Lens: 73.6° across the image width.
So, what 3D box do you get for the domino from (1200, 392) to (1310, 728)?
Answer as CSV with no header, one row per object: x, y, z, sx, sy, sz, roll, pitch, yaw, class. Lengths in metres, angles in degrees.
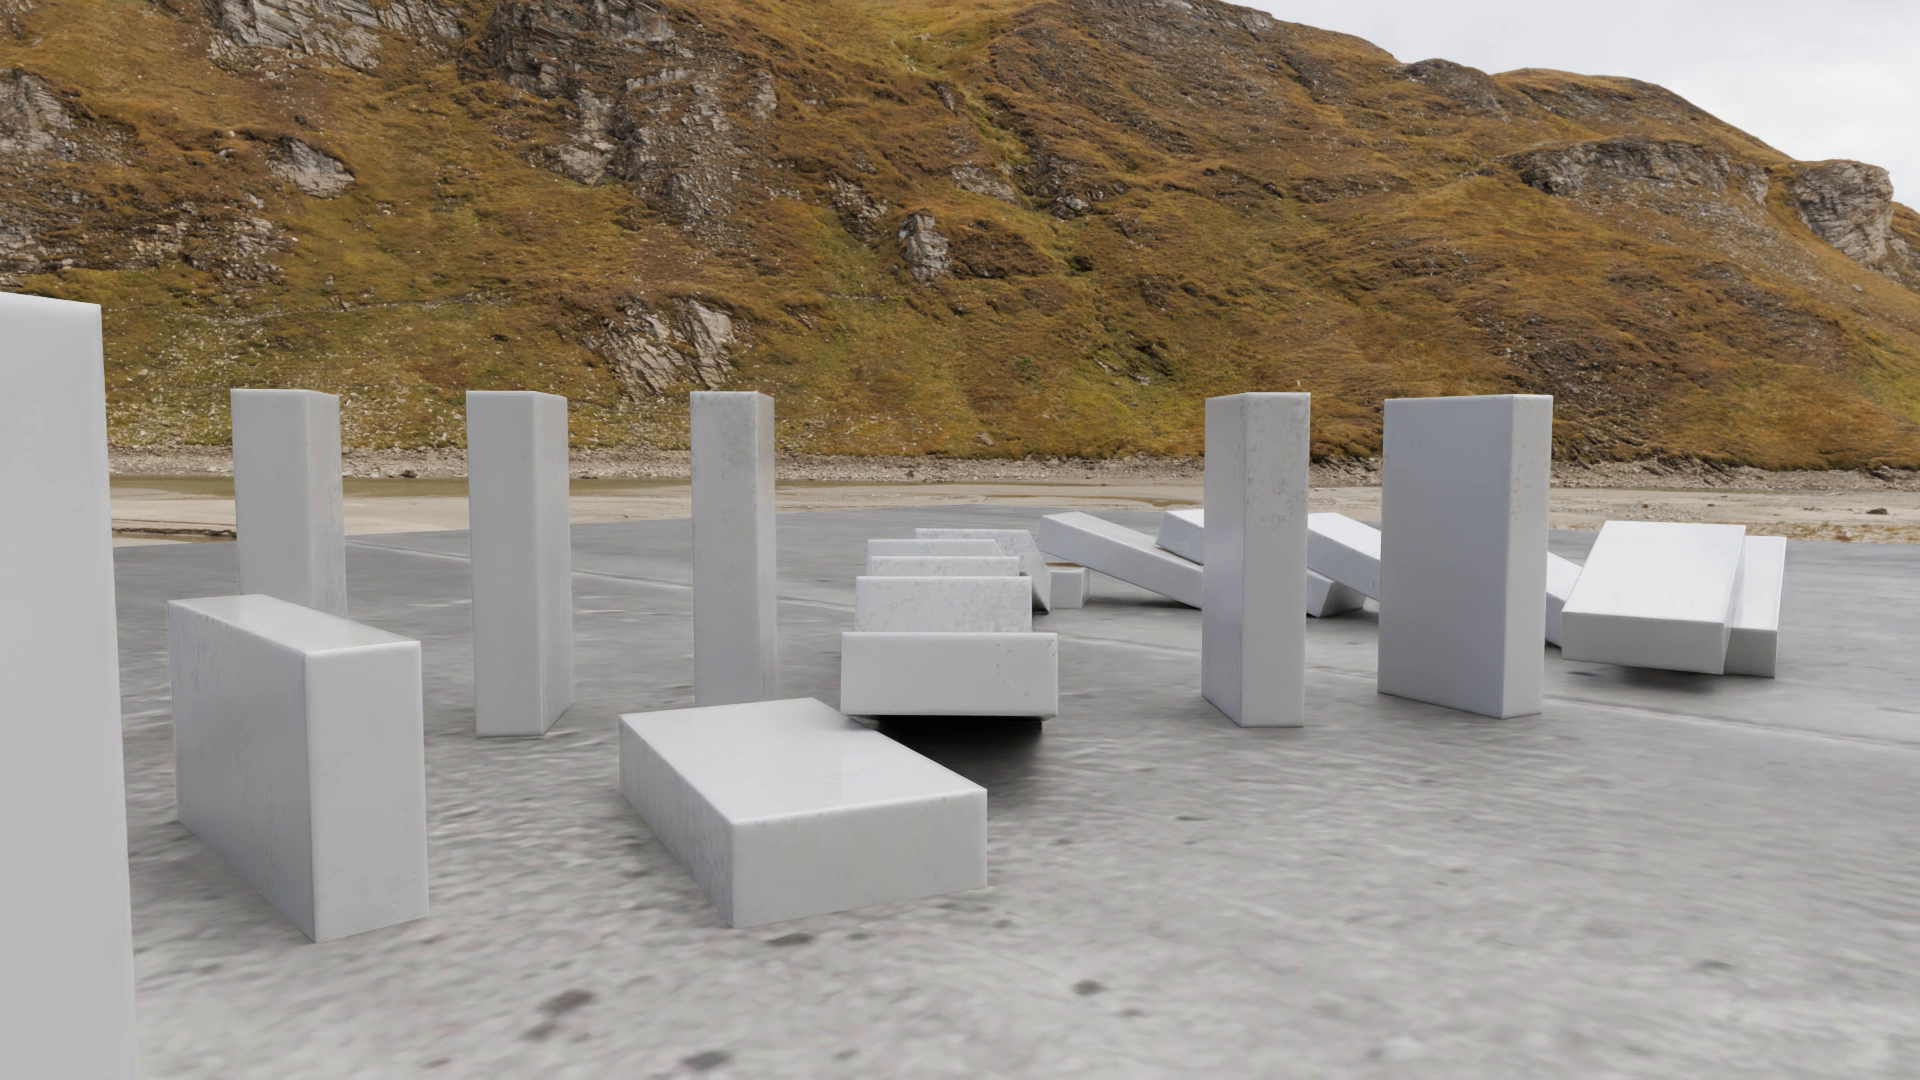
0.046,0.002,0.203,0.009,0.050,0.025,0,4,-3,domino

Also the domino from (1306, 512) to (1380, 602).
0.104,0.007,0.316,0.025,0.009,0.050,-4,24,-40,domino

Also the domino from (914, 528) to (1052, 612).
0.006,0.008,0.303,0.025,0.010,0.050,1,-13,10,domino

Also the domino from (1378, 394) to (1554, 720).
0.082,0.002,0.209,0.010,0.050,0.025,-2,5,-29,domino

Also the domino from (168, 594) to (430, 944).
-0.068,0.020,0.130,0.010,0.025,0.050,-4,6,-43,domino

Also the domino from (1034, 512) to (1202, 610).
0.048,0.005,0.349,0.050,0.010,0.025,20,13,25,domino

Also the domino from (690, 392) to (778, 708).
-0.035,0.003,0.199,0.009,0.050,0.025,0,4,-2,domino

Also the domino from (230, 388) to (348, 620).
-0.099,0.003,0.190,0.010,0.050,0.025,-1,4,-16,domino

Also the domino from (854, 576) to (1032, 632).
-0.001,0.015,0.206,0.025,0.009,0.050,0,-13,2,domino

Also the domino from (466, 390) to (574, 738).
-0.067,0.003,0.197,0.009,0.050,0.025,-1,4,-7,domino

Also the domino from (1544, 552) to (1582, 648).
0.126,0.009,0.290,0.025,0.010,0.050,-2,23,-28,domino

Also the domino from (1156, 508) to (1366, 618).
0.079,0.005,0.337,0.050,0.010,0.025,27,20,37,domino

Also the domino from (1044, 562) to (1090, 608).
0.009,0.012,0.349,0.050,0.009,0.025,1,4,11,domino

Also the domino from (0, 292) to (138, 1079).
-0.053,0.013,0.060,0.010,0.050,0.025,1,4,9,domino

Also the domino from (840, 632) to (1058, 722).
-0.001,0.019,0.173,0.025,0.010,0.050,0,-9,1,domino

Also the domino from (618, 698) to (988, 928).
-0.020,0.027,0.140,0.025,0.010,0.050,-2,5,-26,domino

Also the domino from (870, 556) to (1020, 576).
-0.002,0.013,0.239,0.025,0.009,0.050,0,-13,2,domino

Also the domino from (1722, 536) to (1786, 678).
0.150,0.012,0.258,0.025,0.010,0.050,3,21,34,domino

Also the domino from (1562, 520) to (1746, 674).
0.132,0.009,0.243,0.025,0.010,0.050,3,22,34,domino

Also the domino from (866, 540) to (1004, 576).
-0.002,0.010,0.271,0.025,0.009,0.050,0,-13,10,domino
